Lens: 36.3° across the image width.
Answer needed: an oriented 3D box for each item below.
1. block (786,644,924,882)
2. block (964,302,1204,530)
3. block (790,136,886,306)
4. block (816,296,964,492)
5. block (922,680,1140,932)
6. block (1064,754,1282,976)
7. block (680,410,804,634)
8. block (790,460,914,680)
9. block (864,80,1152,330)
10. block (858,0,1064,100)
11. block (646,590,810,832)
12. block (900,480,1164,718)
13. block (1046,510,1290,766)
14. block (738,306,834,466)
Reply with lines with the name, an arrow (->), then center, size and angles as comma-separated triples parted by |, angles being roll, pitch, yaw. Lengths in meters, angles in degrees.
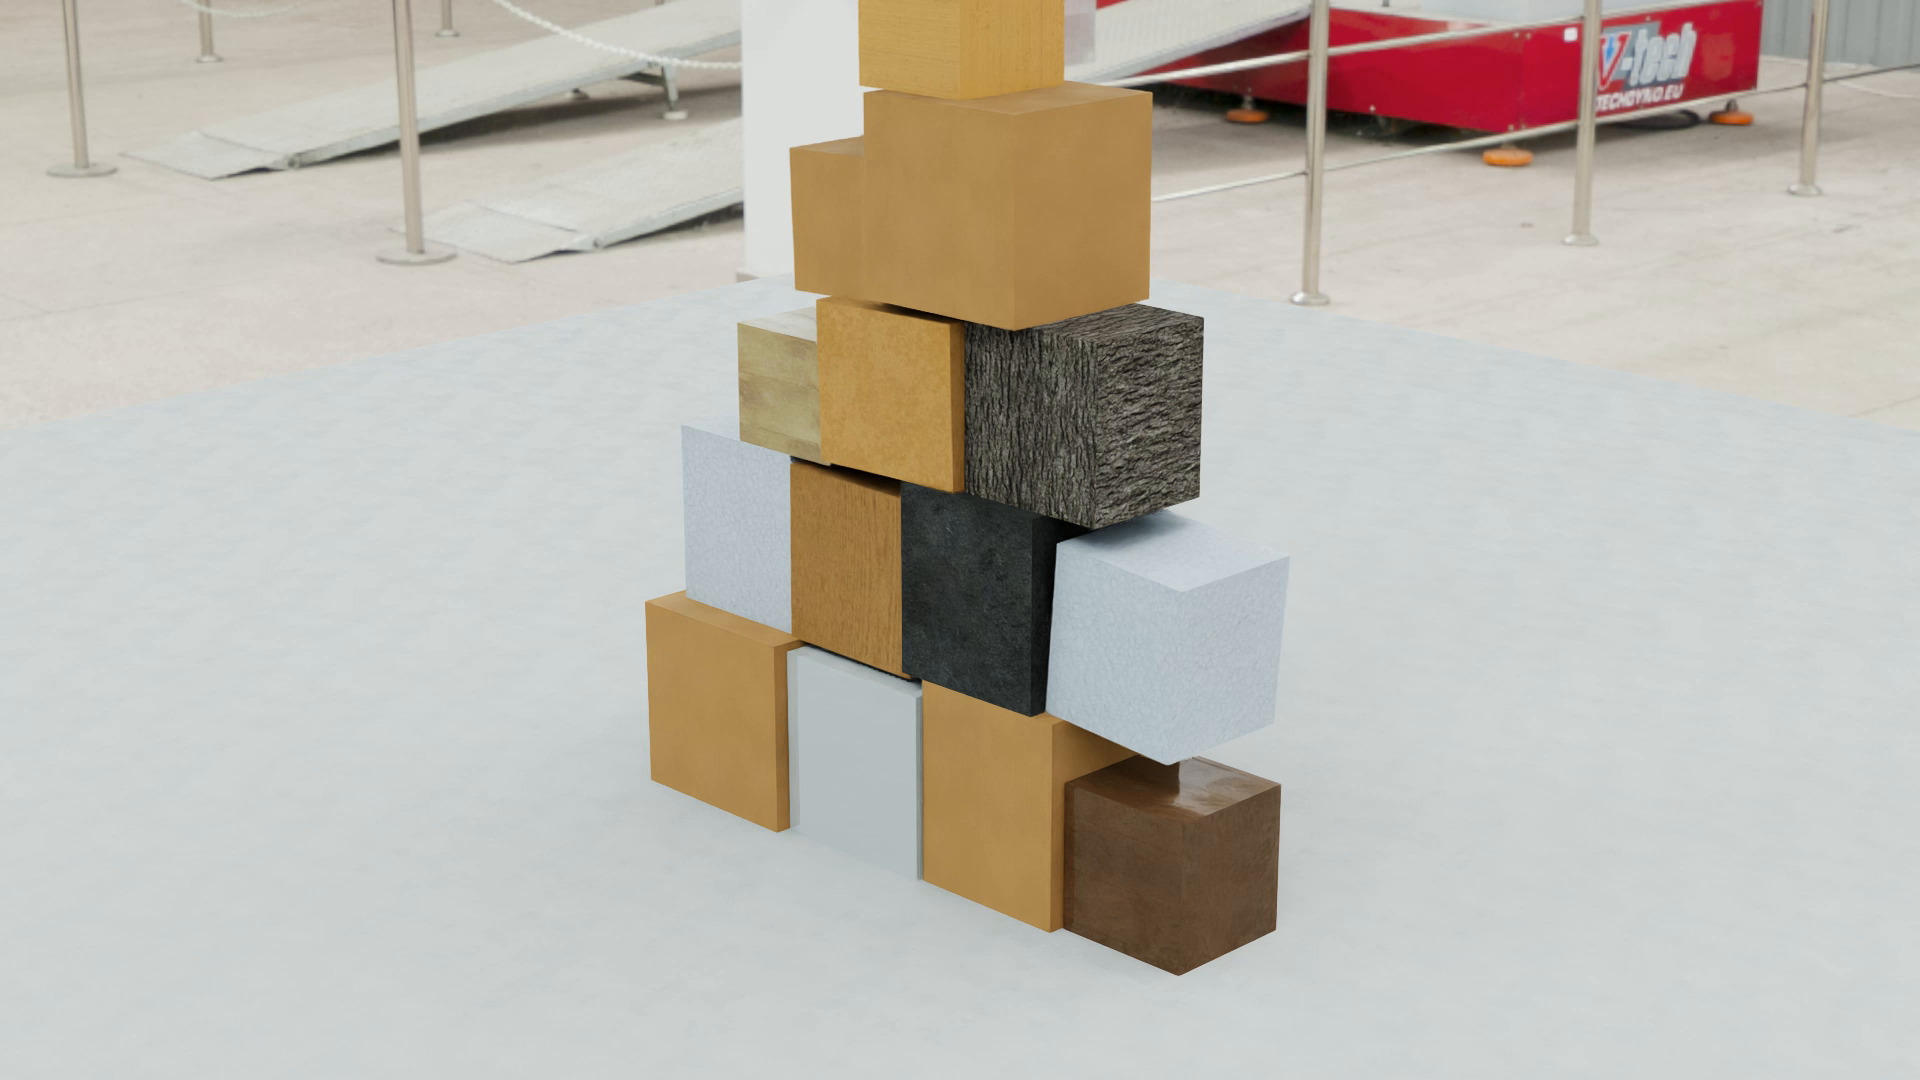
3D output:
block -> -0.176, 0.943, 13.849 | 0.926, 0.896, 0.864 | -17, 24, -42
block -> 0.529, -0.577, 12.611 | 0.667, 0.797, 0.772 | -17, 24, -42
block -> -0.339, -1.462, 13.249 | 0.613, 0.647, 0.571 | -17, 22, -42
block -> -0.064, -0.722, 13.174 | 0.772, 0.744, 0.847 | -17, 22, -42
block -> 0.412, 1.084, 13.264 | 0.845, 0.977, 0.796 | -17, 24, -42
block -> 0.922, 1.383, 12.791 | 0.652, 0.691, 0.670 | -17, 24, -42
block -> -0.813, -0.129, 14.177 | 0.703, 0.876, 0.786 | -17, 24, -42
block -> -0.240, 0.061, 13.641 | 0.751, 0.843, 0.799 | -17, 25, -42
block -> 0.206, -1.483, 12.665 | 0.850, 0.901, 0.897 | -17, 24, -42
block -> 0.005, -2.295, 12.639 | 0.636, 0.667, 0.622 | -17, 24, -42
block -> -0.828, 0.733, 14.454 | 1.053, 0.935, 0.943 | -17, 24, -42
block -> 0.321, 0.165, 13.070 | 0.845, 0.893, 0.799 | -17, 24, -42
block -> 0.885, 0.403, 12.565 | 0.697, 0.779, 0.704 | -17, 28, -42
block -> -0.575, -0.746, 13.727 | 0.623, 0.570, 0.680 | 17, 24, 42
